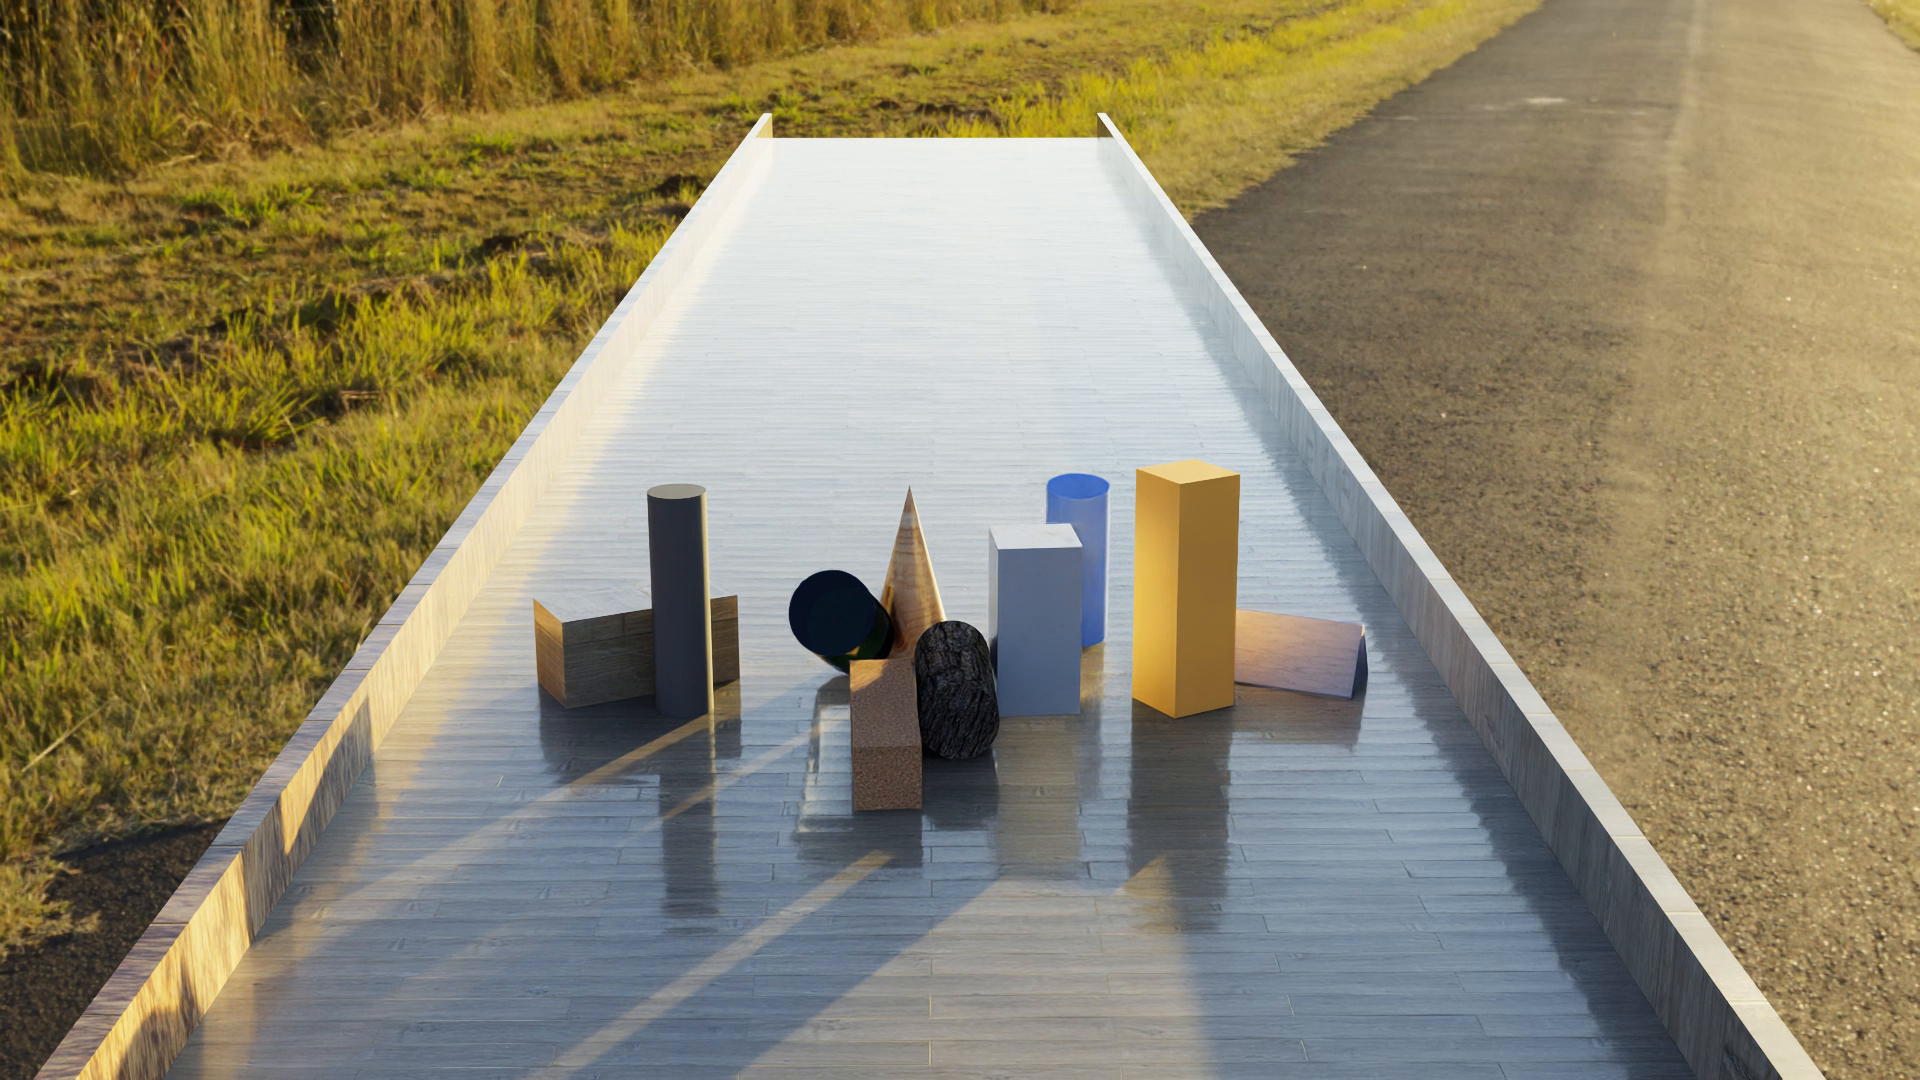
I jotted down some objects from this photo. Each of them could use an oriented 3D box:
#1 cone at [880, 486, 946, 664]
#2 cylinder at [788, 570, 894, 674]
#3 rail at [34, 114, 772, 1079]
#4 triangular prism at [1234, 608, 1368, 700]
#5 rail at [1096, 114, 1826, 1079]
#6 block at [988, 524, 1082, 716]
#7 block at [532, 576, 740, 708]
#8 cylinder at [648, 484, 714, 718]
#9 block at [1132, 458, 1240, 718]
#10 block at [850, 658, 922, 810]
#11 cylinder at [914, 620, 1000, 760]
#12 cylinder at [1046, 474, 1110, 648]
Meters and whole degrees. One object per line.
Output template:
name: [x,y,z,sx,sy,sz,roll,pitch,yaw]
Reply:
cone: [-0.100,0.056,4.422,0.177,0.351,0.177,0,17,0]
cylinder: [-0.220,0.159,4.165,0.158,0.158,0.371,1,-8,4]
rail: [-1.118,-0.838,7.780,0.050,0.150,12.000,0,17,-1]
triangular prism: [0.575,0.200,4.318,0.431,0.128,0.148,7,17,21]
rail: [0.932,-0.844,7.801,0.050,0.150,12.000,0,17,-1]
block: [0.140,0.149,4.150,0.156,0.327,0.156,-2,17,-5]
block: [-0.629,0.191,4.282,0.354,0.172,0.172,-9,19,-27]
cylinder: [-0.521,0.114,4.099,0.108,0.425,0.108,0,17,0]
block: [0.423,0.090,4.130,0.137,0.452,0.137,-10,18,-29]
block: [-0.134,0.338,3.892,0.114,0.114,0.431,-1,17,-4]
cylinder: [-0.009,0.272,4.061,0.143,0.143,0.349,-1,17,-2]
cylinder: [0.238,0.042,4.472,0.126,0.334,0.126,0,26,0]
